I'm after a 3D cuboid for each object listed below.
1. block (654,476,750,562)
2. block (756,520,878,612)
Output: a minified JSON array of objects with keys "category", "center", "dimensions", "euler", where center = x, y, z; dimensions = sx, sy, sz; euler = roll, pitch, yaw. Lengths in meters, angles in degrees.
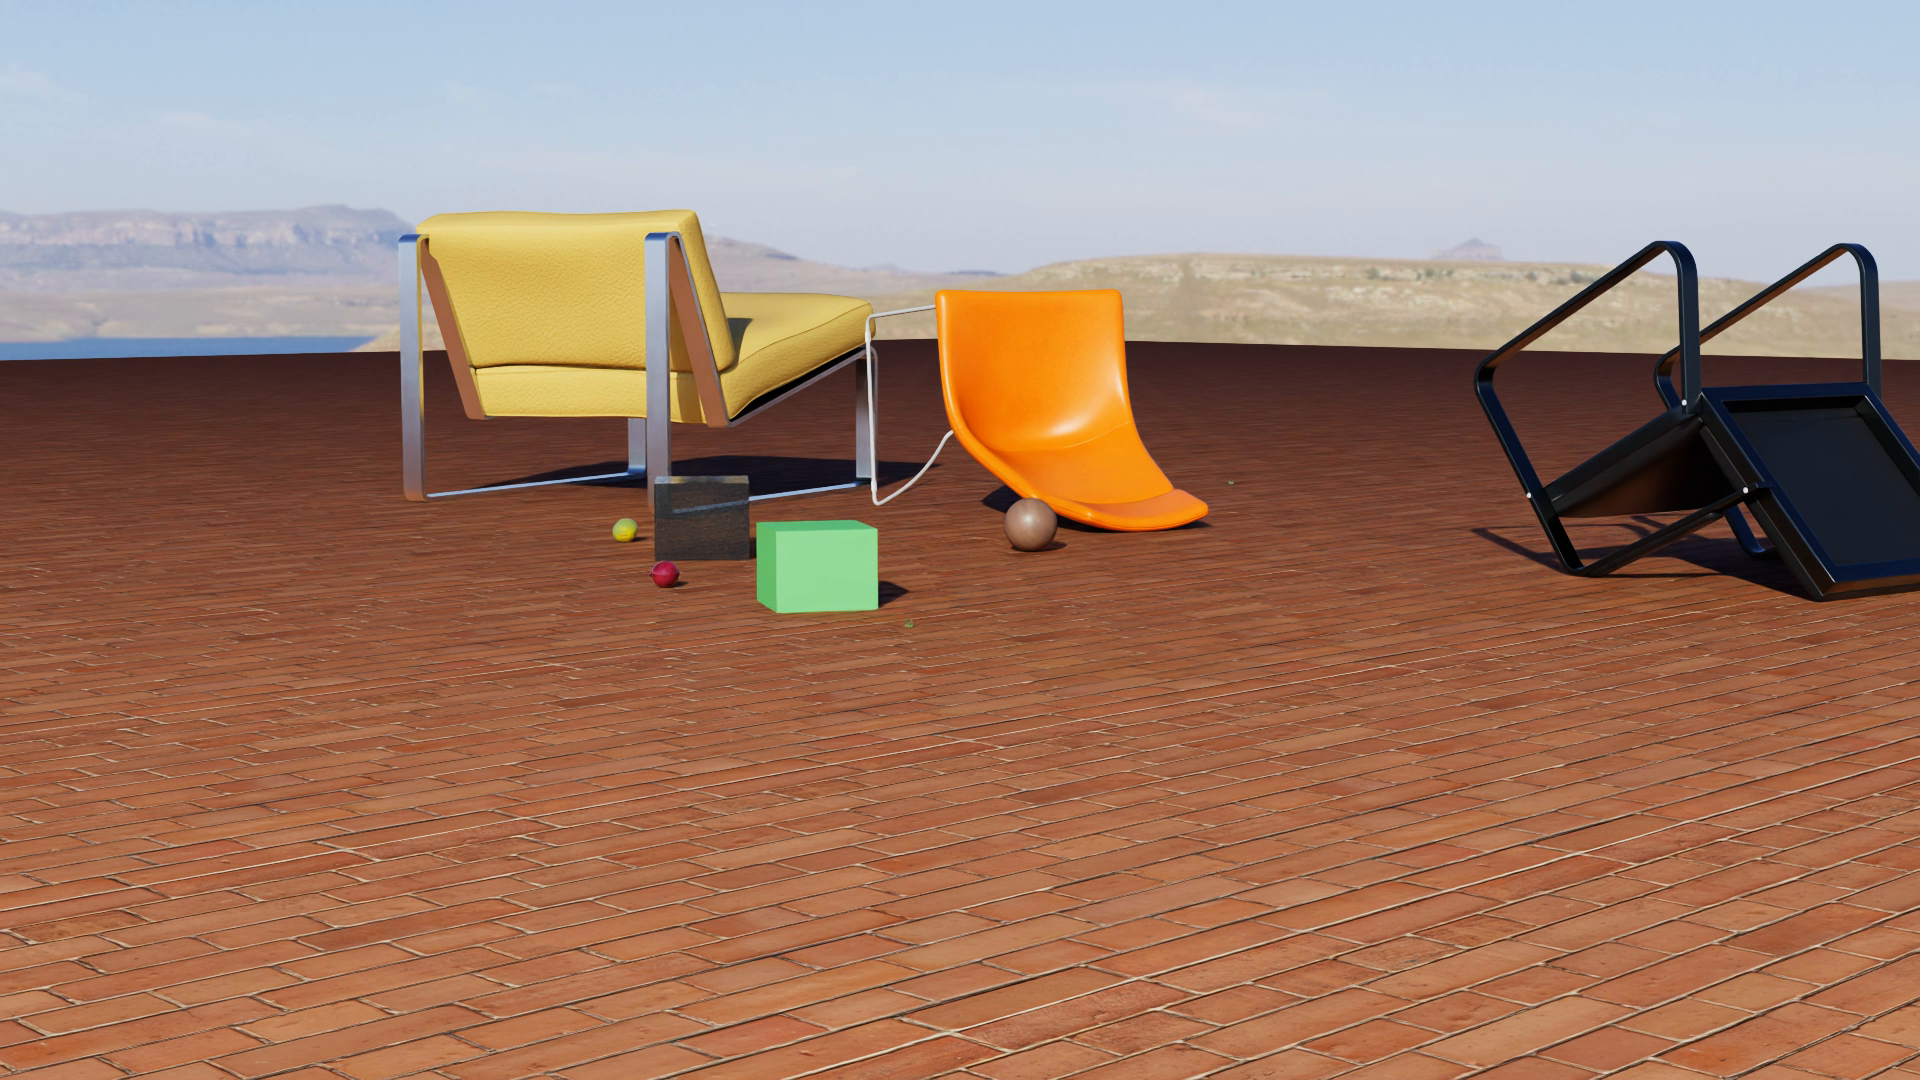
[{"category":"block","center":[-0.607,-0.052,6.042],"dimensions":[0.218,0.180,0.220],"euler":[-1,6,-5]},{"category":"block","center":[-0.288,0.051,5.142],"dimensions":[0.204,0.160,0.197],"euler":[-2,6,-16]}]
